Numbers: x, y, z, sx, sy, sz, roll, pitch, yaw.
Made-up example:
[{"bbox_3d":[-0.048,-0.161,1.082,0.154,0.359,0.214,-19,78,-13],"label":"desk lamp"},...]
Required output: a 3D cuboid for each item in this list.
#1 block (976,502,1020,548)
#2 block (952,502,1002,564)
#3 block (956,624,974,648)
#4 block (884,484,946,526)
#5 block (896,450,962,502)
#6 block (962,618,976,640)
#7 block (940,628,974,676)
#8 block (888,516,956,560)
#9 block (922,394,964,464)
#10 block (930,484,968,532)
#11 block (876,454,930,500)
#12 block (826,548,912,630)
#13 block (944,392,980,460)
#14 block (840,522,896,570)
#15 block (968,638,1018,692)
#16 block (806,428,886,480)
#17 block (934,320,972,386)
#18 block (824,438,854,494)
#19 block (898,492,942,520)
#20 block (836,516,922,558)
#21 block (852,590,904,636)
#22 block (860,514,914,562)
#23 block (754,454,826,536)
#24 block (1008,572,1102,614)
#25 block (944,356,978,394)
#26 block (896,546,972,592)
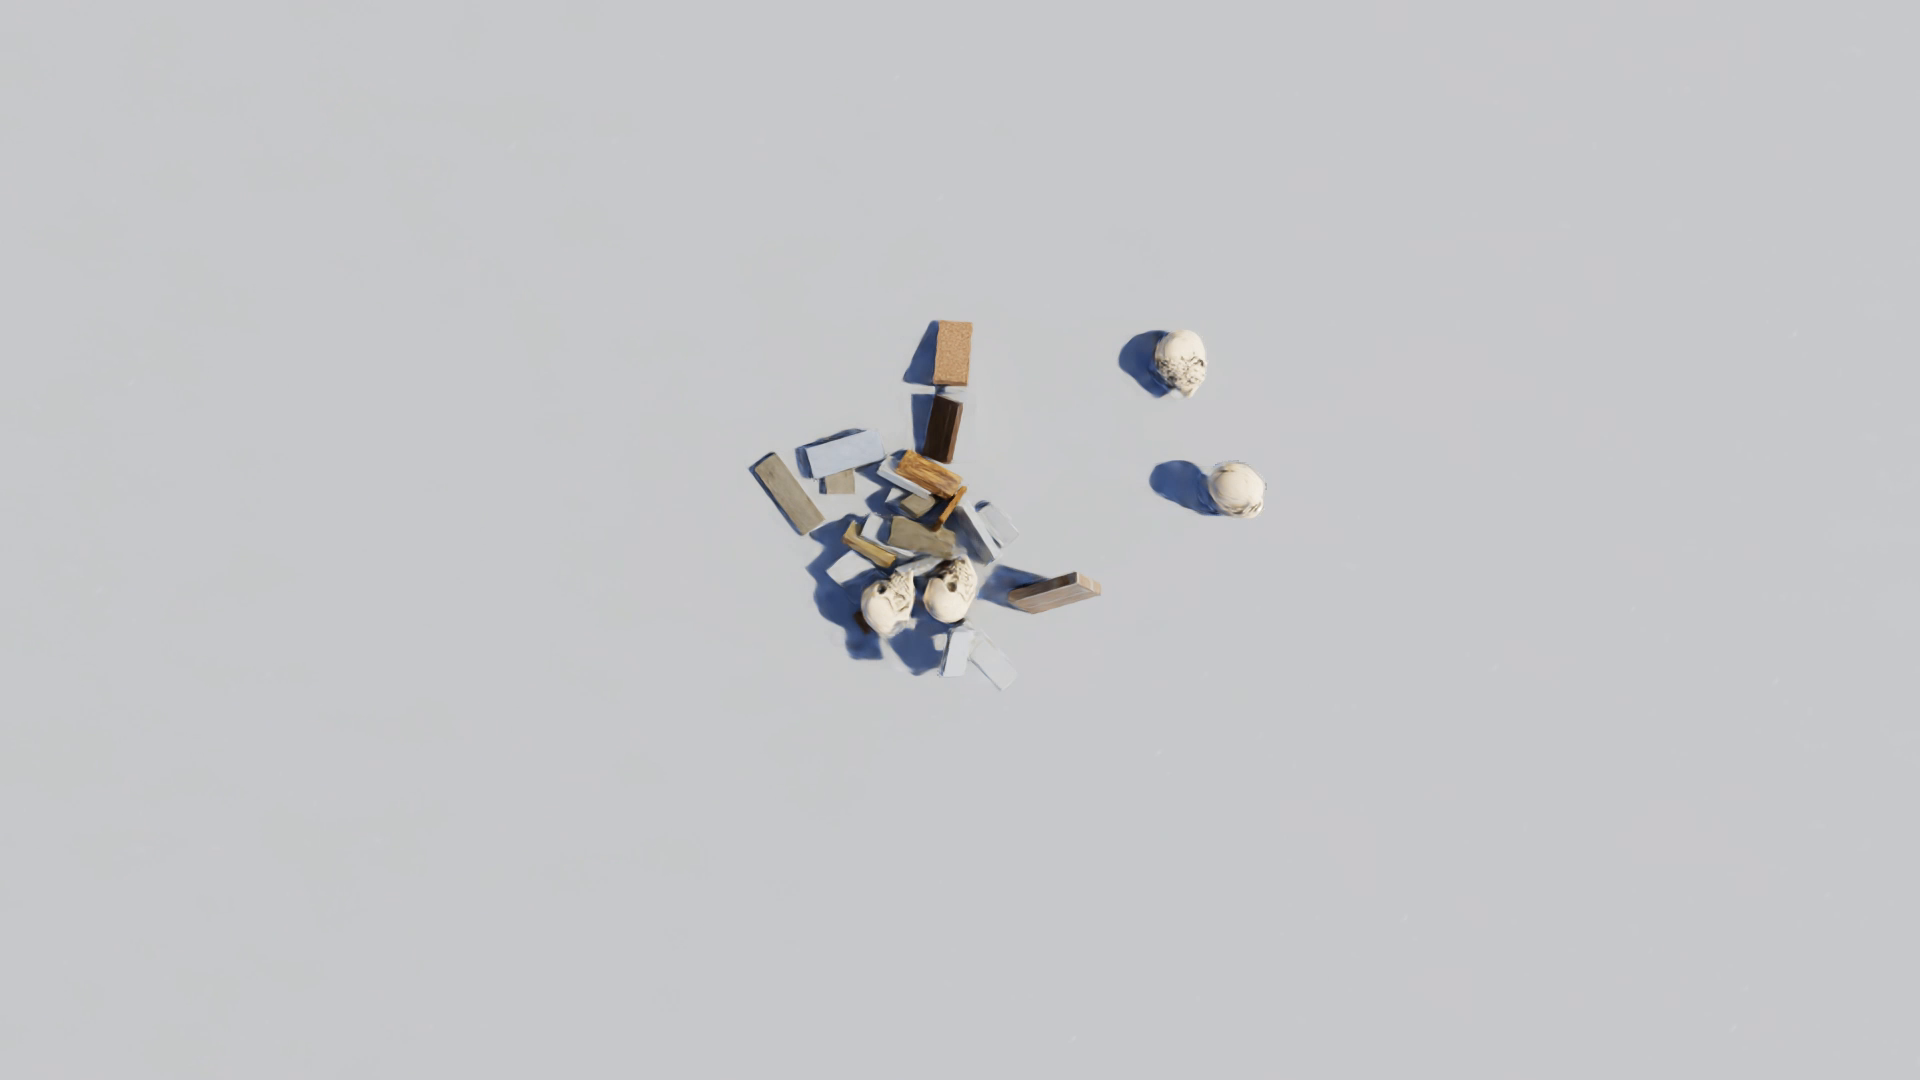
[{"bbox_3d":[0.125,-0.051,5.480,0.074,0.021,0.148,-40,92,11],"label":"block"},{"bbox_3d":[0.057,-0.022,5.445,0.030,0.106,0.212,-32,90,-20],"label":"block"},{"bbox_3d":[0.007,0.342,5.371,0.060,0.017,0.120,12,91,0],"label":"block"},{"bbox_3d":[-0.149,-0.114,5.459,0.187,0.027,0.094,23,49,0],"label":"block"},{"bbox_3d":[-0.102,-0.214,5.451,0.208,0.104,0.029,28,133,0],"label":"block"},{"bbox_3d":[0.028,0.294,5.439,0.017,0.120,0.060,-31,92,0],"label":"block"},{"bbox_3d":[-0.010,0.352,5.175,0.078,0.022,0.157,-2,115,-31],"label":"block"},{"bbox_3d":[-0.125,-0.007,5.397,0.212,0.106,0.030,14,132,-7],"label":"block"},{"bbox_3d":[-0.056,-0.364,5.426,0.104,0.029,0.208,24,111,34],"label":"block"},{"bbox_3d":[-0.034,-0.103,5.417,0.021,0.074,0.172,36,52,-2],"label":"block"},{"bbox_3d":[-0.175,-0.208,5.455,0.187,0.094,0.027,28,127,0],"label":"block"},{"bbox_3d":[-0.302,0.154,5.455,0.135,0.038,0.271,-42,100,3],"label":"block"},{"bbox_3d":[0.007,-0.375,5.454,0.111,0.031,0.222,-3,95,0],"label":"block"},{"bbox_3d":[-0.294,0.017,5.416,0.181,0.090,0.026,32,130,-1],"label":"block"},{"bbox_3d":[0.105,0.398,5.235,0.157,0.022,0.078,46,69,4],"label":"block"},{"bbox_3d":[-0.376,-0.285,5.449,0.248,0.029,0.104,-16,88,7],"label":"block"},{"bbox_3d":[-0.022,-0.616,5.443,0.111,0.031,0.222,5,68,1],"label":"block"},{"bbox_3d":[-0.400,-0.246,5.487,0.094,0.027,0.187,-2,90,0],"label":"block"},{"bbox_3d":[-0.129,-0.122,5.423,0.074,0.148,0.021,37,129,17],"label":"block"},{"bbox_3d":[-0.270,-0.001,5.480,0.271,0.038,0.135,-7,91,0],"label":"block"},{"bbox_3d":[-0.269,0.239,5.446,0.157,0.022,0.078,-32,98,5],"label":"block"},{"bbox_3d":[-0.232,-0.009,5.418,0.181,0.026,0.090,25,56,-5],"label":"block"},{"bbox_3d":[-0.566,-0.152,5.487,0.090,0.026,0.276,-37,90,0],"label":"block"},{"bbox_3d":[0.308,0.174,5.366,0.271,0.135,0.038,-18,61,35],"label":"block"},{"bbox_3d":[0.005,-0.502,5.484,0.111,0.031,0.222,-1,90,0],"label":"block"},{"bbox_3d":[-0.085,0.098,5.449,0.240,0.106,0.030,-17,52,0],"label":"block"}]
